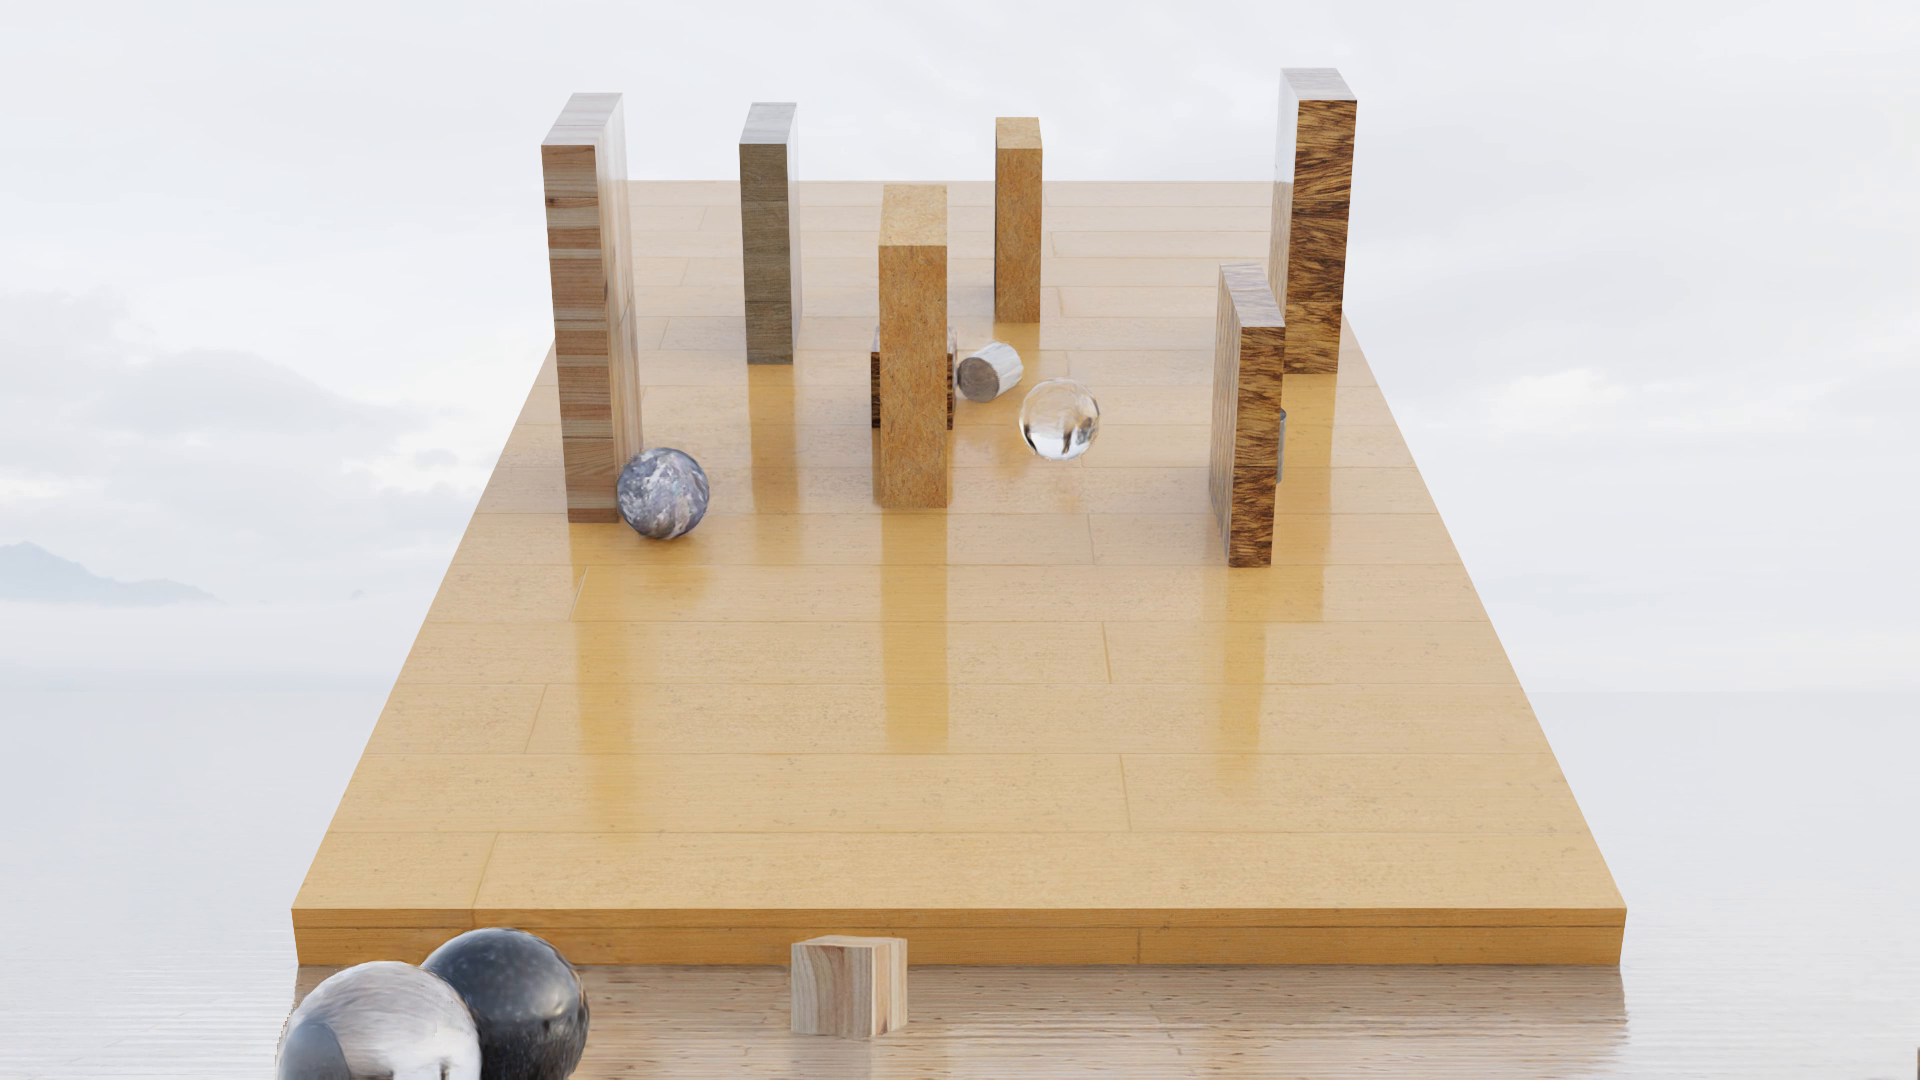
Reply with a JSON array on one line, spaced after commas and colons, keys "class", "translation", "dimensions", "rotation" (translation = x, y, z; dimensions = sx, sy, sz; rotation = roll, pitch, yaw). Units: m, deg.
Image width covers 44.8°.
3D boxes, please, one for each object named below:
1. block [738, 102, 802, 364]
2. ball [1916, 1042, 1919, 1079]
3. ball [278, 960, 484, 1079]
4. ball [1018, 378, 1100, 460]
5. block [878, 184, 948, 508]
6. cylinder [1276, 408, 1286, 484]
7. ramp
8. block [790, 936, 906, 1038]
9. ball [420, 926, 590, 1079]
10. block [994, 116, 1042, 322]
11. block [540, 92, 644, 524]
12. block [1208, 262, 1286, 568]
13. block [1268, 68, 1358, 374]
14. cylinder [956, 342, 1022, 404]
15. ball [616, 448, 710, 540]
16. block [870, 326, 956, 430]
[{"class": "block", "translation": [-0.459, -0.755, 5.708], "dimensions": [0.112, 0.545, 0.396], "rotation": [0, 24, 0]}, {"class": "ball", "translation": [0.892, 0.441, 1.913], "dimensions": [0.200, 0.200, 0.200], "rotation": [0, -4, 0]}, {"class": "ball", "translation": [-0.513, 0.462, 2.067], "dimensions": [0.177, 0.177, 0.177], "rotation": [0, -4, 0]}, {"class": "ball", "translation": [0.217, -0.263, 5.071], "dimensions": [0.178, 0.178, 0.178], "rotation": [0, -4, 0]}, {"class": "block", "translation": [-0.095, -0.416, 4.935], "dimensions": [0.136, 0.567, 0.441], "rotation": [0, 24, 0]}, {"class": "cylinder", "translation": [0.622, -0.204, 4.986], "dimensions": [0.144, 0.144, 0.144], "rotation": [0, 24, 0]}, {"class": "ramp", "translation": [-0.008, -0.229, 5.331], "dimensions": [2.000, 0.100, 4.000], "rotation": [0, 24, 0]}, {"class": "block", "translation": [-0.136, 0.547, 2.864], "dimensions": [0.107, 0.107, 0.107], "rotation": [-1, -4, 21]}, {"class": "ball", "translation": [-0.457, 0.473, 2.291], "dimensions": [0.184, 0.184, 0.184], "rotation": [0, -4, 0]}, {"class": "block", "translation": [0.147, -0.822, 5.974], "dimensions": [0.111, 0.452, 0.314], "rotation": [0, 24, 0]}, {"class": "block", "translation": [-0.751, -0.482, 4.808], "dimensions": [0.103, 0.790, 0.423], "rotation": [0, 24, 0]}, {"class": "block", "translation": [0.570, -0.255, 4.666], "dimensions": [0.083, 0.500, 0.398], "rotation": [0, 24, 0]}, {"class": "block", "translation": [0.838, -0.768, 5.600], "dimensions": [0.134, 0.664, 0.326], "rotation": [0, 24, 0]}, {"class": "cylinder", "translation": [0.069, -0.390, 5.428], "dimensions": [0.114, 0.114, 0.114], "rotation": [-2, 20, 33]}, {"class": "ball", "translation": [-0.597, -0.094, 4.685], "dimensions": [0.185, 0.185, 0.185], "rotation": [0, -4, 0]}, {"class": "block", "translation": [-0.104, -0.371, 5.302], "dimensions": [0.182, 0.182, 0.182], "rotation": [1, 24, 2]}]
